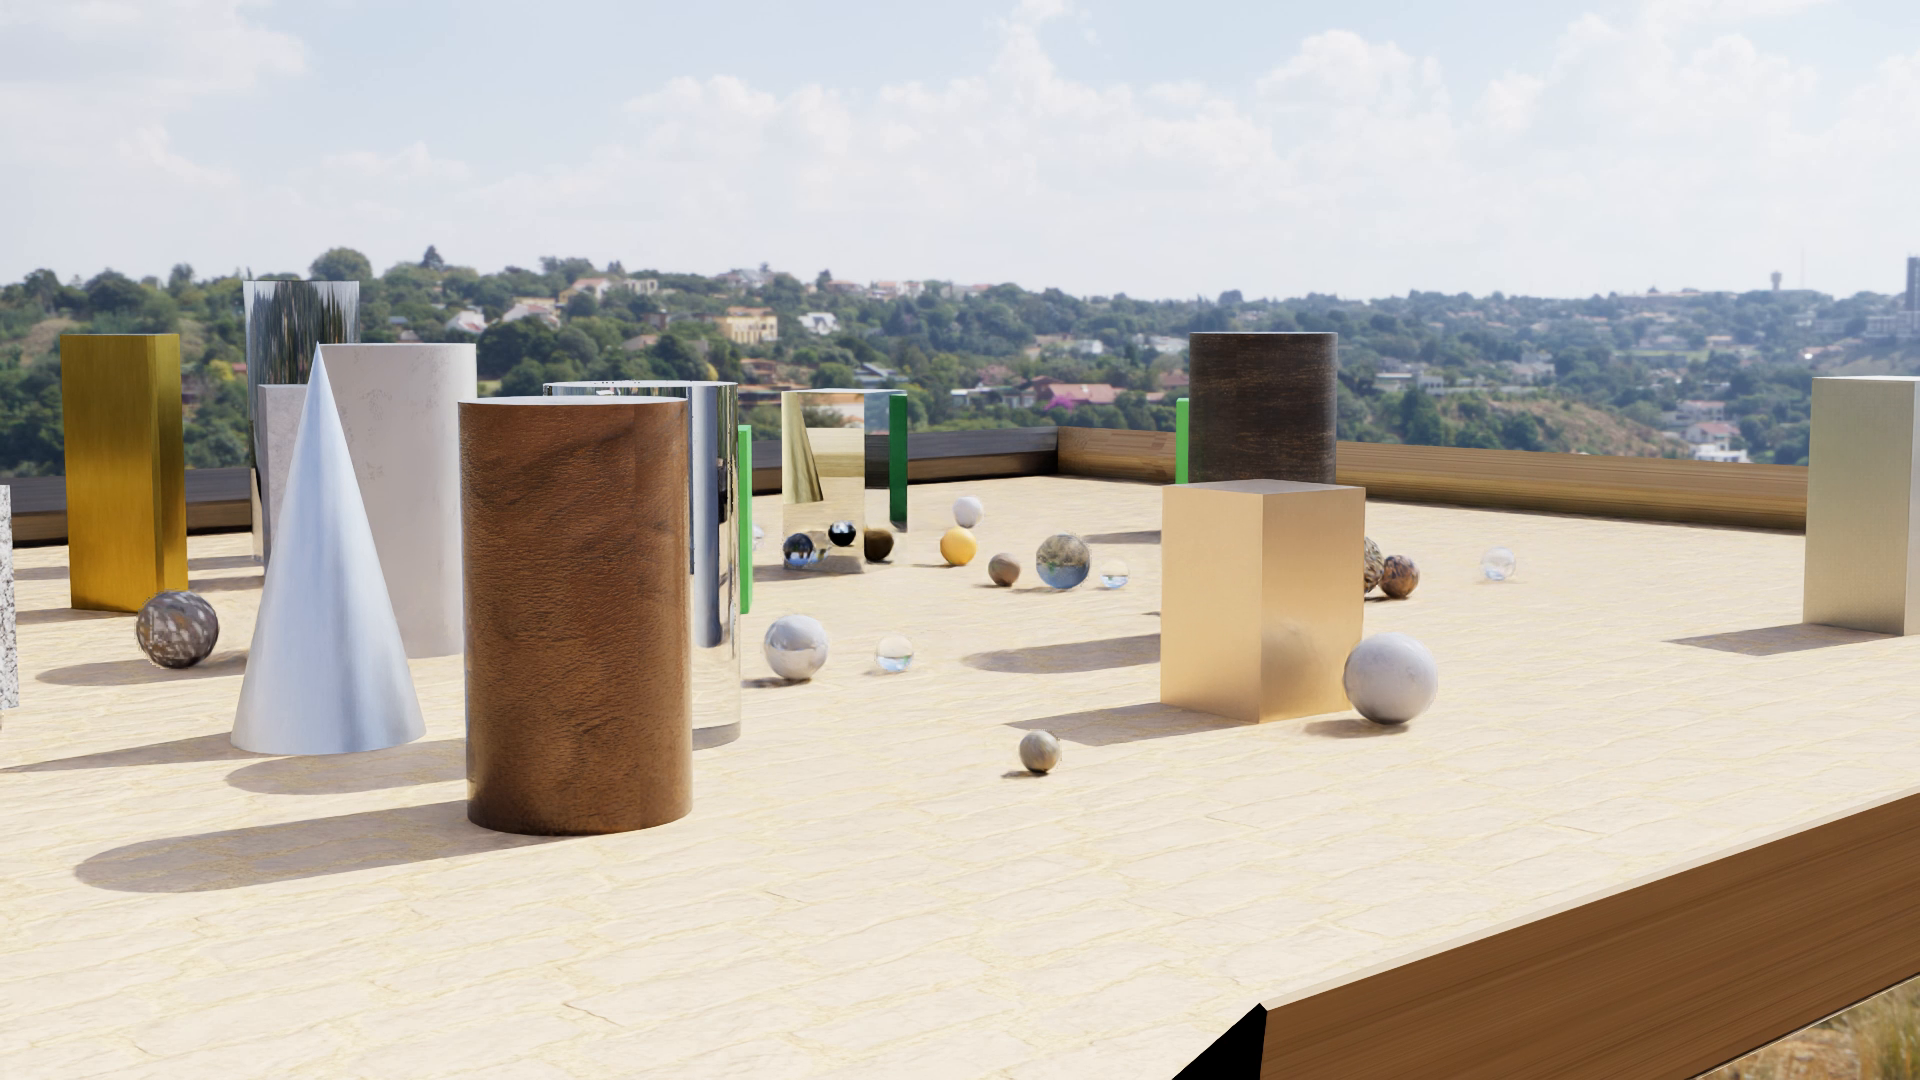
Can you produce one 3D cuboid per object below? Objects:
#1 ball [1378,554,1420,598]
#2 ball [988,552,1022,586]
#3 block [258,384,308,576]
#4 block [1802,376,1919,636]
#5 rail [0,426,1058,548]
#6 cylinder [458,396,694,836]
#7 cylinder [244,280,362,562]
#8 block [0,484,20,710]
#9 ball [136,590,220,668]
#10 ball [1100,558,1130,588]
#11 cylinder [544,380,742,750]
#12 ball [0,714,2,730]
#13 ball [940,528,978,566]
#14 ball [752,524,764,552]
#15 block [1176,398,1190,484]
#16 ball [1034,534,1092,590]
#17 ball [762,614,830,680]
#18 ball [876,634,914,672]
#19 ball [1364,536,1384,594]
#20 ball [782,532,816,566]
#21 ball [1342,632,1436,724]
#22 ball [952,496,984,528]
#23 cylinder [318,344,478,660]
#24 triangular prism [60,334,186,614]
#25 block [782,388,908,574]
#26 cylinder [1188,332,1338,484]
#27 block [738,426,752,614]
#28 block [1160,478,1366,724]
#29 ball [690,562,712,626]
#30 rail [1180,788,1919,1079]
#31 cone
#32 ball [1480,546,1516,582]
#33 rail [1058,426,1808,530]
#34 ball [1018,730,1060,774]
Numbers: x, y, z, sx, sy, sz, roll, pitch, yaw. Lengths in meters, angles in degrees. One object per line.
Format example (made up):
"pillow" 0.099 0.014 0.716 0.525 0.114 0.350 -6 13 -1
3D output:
"ball" 0.682 0.056 3.427 0.068 0.068 0.068 0 6 0
"ball" 0.072 0.047 3.570 0.055 0.055 0.055 0 6 0
"block" -1.075 -0.096 3.664 0.160 0.321 0.160 -2 6 -22
"block" 1.317 -0.053 3.110 0.160 0.351 0.160 -4 7 -34
"rail" -1.213 -0.102 4.640 4.077 0.130 0.045 -5 8 -42
"cylinder" -0.339 0.059 1.950 0.199 0.367 0.199 0 6 0
"cylinder" -1.180 -0.216 3.967 0.199 0.498 0.199 0 6 0
"block" -1.166 0.068 2.426 0.160 0.251 0.160 2 6 20
"ball" -0.977 0.111 2.748 0.098 0.098 0.098 0 6 0
"ball" 0.249 0.054 3.539 0.049 0.049 0.049 0 6 0
"cylinder" -0.330 0.022 2.293 0.199 0.370 0.199 0 6 0
"ball" -0.998 0.185 2.211 0.064 0.064 0.064 0 6 0
"ball" -0.002 0.011 3.866 0.066 0.066 0.066 0 6 0
"ball" -0.389 -0.004 4.063 0.055 0.055 0.055 0 6 0
"block" 0.515 -0.147 4.414 0.160 0.268 0.160 1 6 7
"ball" 0.165 0.034 3.526 0.090 0.090 0.090 0 6 0
"ball" -0.198 0.129 2.658 0.081 0.081 0.081 0 6 0
"ball" -0.080 0.139 2.724 0.047 0.047 0.047 0 6 0
"ball" 0.606 0.040 3.398 0.098 0.098 0.098 0 6 0
"ball" -0.275 0.016 3.749 0.057 0.057 0.057 0 6 0
"ball" 0.464 0.150 2.374 0.100 0.100 0.100 0 6 0
"ball" 0.015 -0.057 4.523 0.066 0.066 0.066 0 6 0
"cylinder" -0.735 -0.057 2.897 0.199 0.401 0.199 0 6 0
"triangular prism" -1.226 -0.105 3.317 0.173 0.410 0.150 2 6 22
"block" -0.199 -0.105 3.820 0.160 0.307 0.160 3 7 25
"cylinder" 0.410 -0.074 2.994 0.199 0.415 0.199 0 6 0
"block" -0.396 -0.033 3.306 0.160 0.270 0.160 0 6 -3
"block" 0.340 0.064 2.476 0.160 0.249 0.160 -4 7 -37
"ball" -0.397 0.076 3.076 0.100 0.100 0.100 0 6 0
"rail" 1.213 0.170 2.024 4.077 0.130 0.045 -5 8 -42
"cone" -0.663 0.000 2.292 0.199 0.414 0.199 0 6 0
"ball" 0.890 0.039 3.634 0.058 0.058 0.058 0 6 0
"rail" 1.481 -0.108 4.691 0.045 0.130 3.626 -5 8 -42
"ball" 0.077 0.205 2.126 0.041 0.041 0.041 0 6 0
